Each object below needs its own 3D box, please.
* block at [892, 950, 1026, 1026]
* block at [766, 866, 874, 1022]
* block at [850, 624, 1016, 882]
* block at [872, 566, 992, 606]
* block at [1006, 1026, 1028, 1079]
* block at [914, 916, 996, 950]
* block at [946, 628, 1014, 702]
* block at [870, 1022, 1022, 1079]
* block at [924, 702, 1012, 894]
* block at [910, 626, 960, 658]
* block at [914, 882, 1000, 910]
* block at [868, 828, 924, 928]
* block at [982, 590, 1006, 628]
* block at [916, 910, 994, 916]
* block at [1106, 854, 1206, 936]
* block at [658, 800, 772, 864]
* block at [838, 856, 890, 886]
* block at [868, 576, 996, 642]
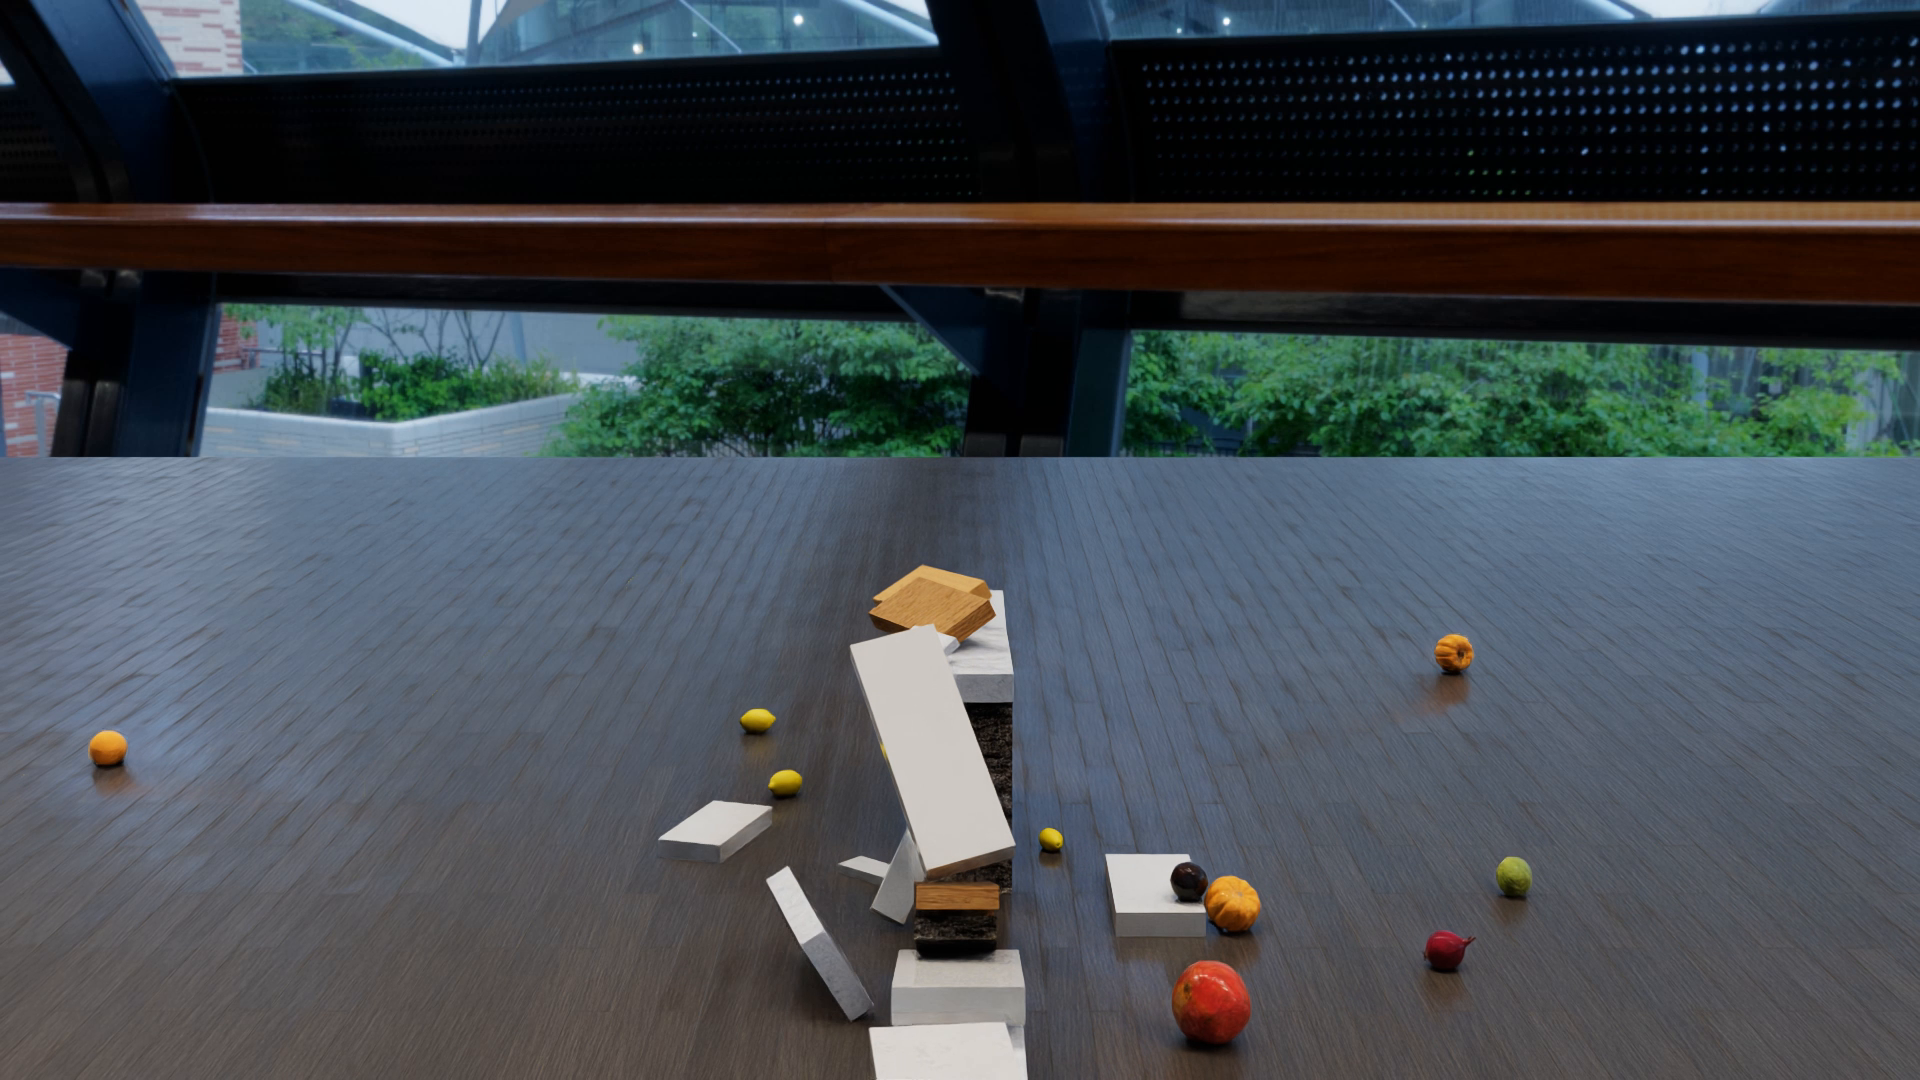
[{"bbox_3d":[-0.002,0.629,3.104,0.178,0.050,0.356,0,-3,0],"label":"block"},{"bbox_3d":[-0.210,0.594,3.257,0.040,0.142,0.284,-33,17,-7],"label":"block"},{"bbox_3d":[-0.047,0.328,3.462,0.142,0.040,0.420,-14,56,-10],"label":"block"},{"bbox_3d":[-0.052,0.104,3.970,0.118,0.033,0.236,-34,21,-21],"label":"block"},{"bbox_3d":[-0.002,0.709,2.889,0.178,0.050,0.356,0,11,0],"label":"block"},{"bbox_3d":[-0.005,0.592,3.276,0.118,0.034,0.237,0,-17,0],"label":"block"},{"bbox_3d":[0.000,0.210,3.735,0.169,0.048,0.338,0,10,-1],"label":"block"},{"bbox_3d":[-0.011,0.693,2.701,0.178,0.050,0.356,-1,12,-6],"label":"block"},{"bbox_3d":[0.002,0.420,3.658,0.169,0.338,0.048,0,10,0],"label":"block"},{"bbox_3d":[-0.057,0.177,3.663,0.058,0.016,0.115,-42,31,-24],"label":"block"},{"bbox_3d":[-0.007,0.526,3.260,0.118,0.034,0.237,0,-7,-2],"label":"block"},{"bbox_3d":[-0.076,0.516,3.565,0.058,0.230,0.016,29,-34,-5],"label":"block"},{"bbox_3d":[-0.001,0.151,4.069,0.167,0.047,0.335,0,11,0],"label":"block"},{"bbox_3d":[-0.006,0.582,3.424,0.118,0.034,0.237,0,-7,1],"label":"block"},{"bbox_3d":[0.318,0.581,3.609,0.142,0.040,0.283,0,11,0],"label":"block"},{"bbox_3d":[-0.436,0.522,3.943,0.118,0.033,0.236,3,11,18],"label":"block"},{"bbox_3d":[-0.147,0.566,3.754,0.115,0.016,0.058,9,14,40],"label":"block"},{"bbox_3d":[-0.050,0.129,3.811,0.118,0.033,0.236,-36,25,-22],"label":"block"}]
